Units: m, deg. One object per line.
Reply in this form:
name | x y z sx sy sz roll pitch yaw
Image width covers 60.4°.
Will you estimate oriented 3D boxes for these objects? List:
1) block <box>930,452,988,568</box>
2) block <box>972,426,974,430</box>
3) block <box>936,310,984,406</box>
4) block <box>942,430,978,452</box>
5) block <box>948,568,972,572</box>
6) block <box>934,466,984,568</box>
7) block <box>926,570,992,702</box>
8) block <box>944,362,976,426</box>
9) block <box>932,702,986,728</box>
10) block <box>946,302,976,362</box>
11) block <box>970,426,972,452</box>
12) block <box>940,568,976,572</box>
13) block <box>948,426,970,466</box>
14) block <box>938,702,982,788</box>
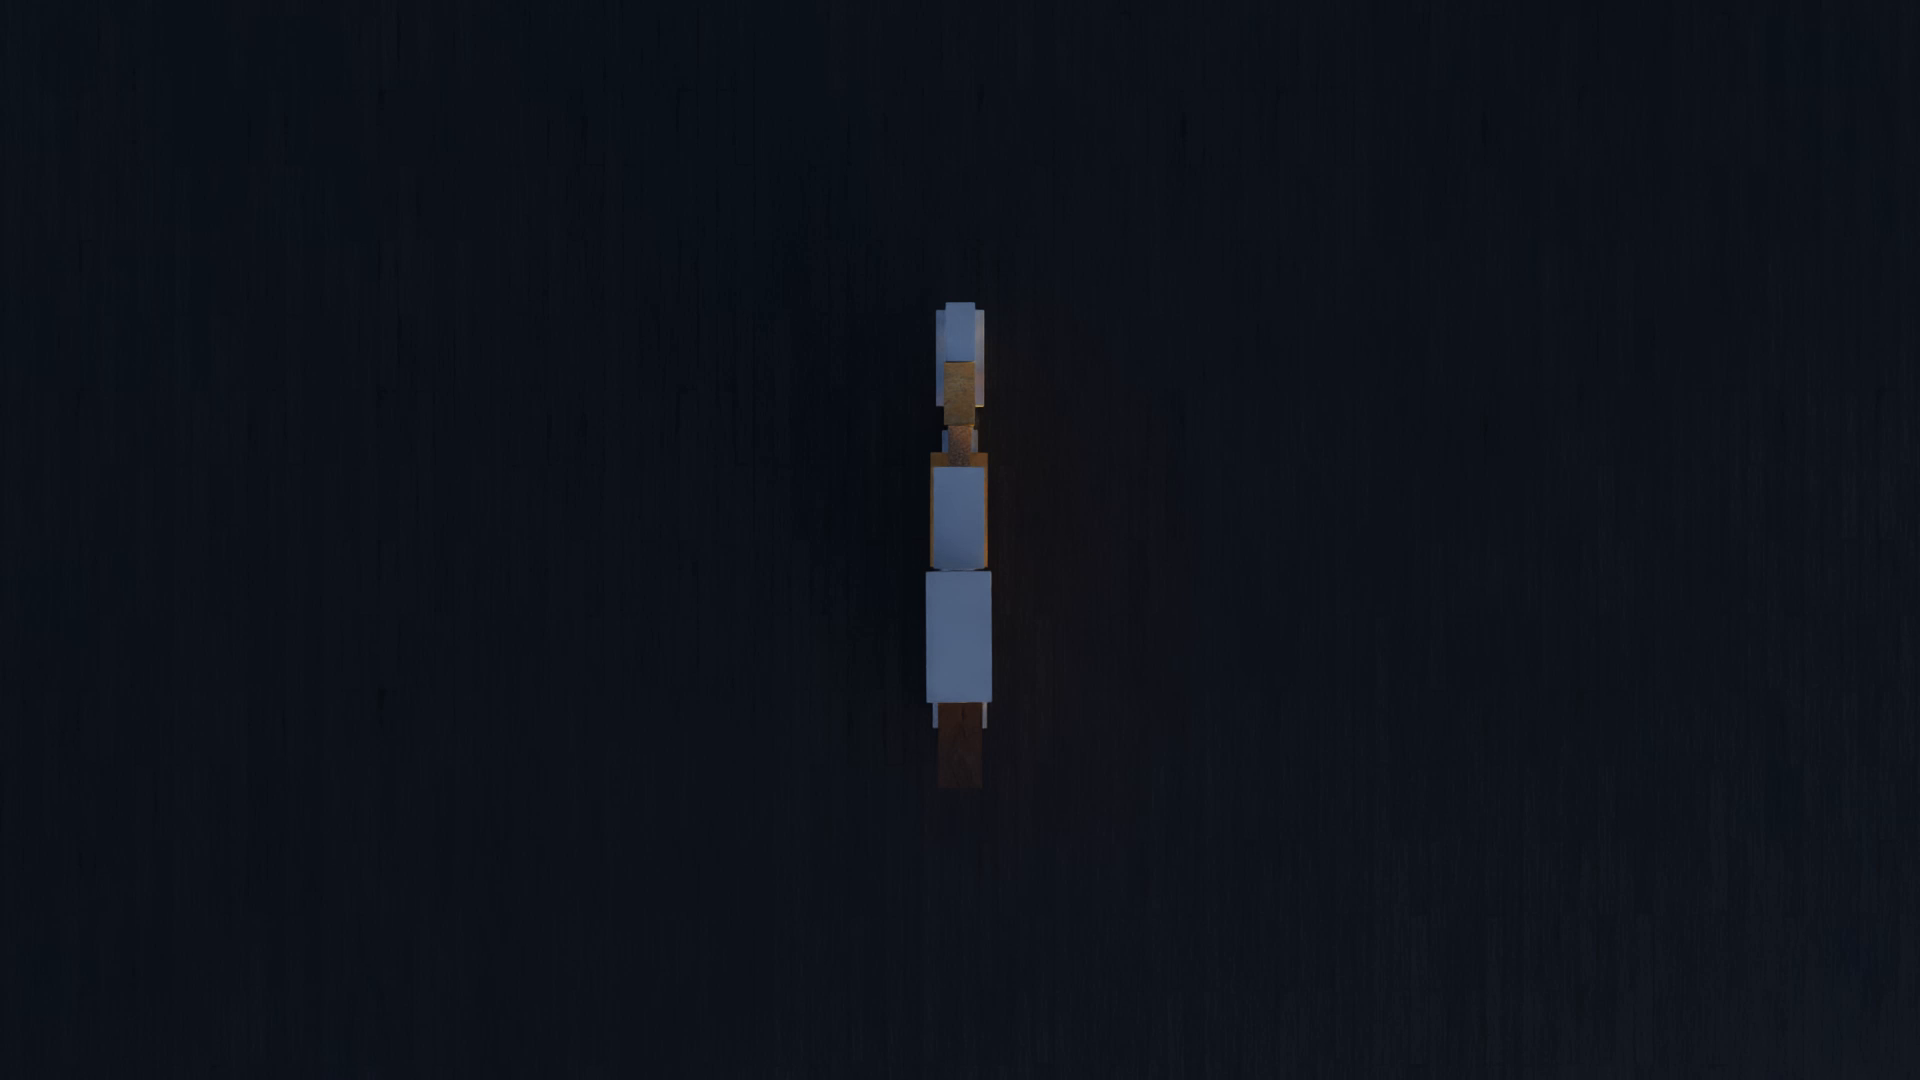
block | -0.003 -0.089 4.878 0.169 0.048 0.337 0 90 0
block | 0.002 -0.437 5.322 0.083 0.024 0.167 0 90 0
block | 0.000 -0.550 5.000 0.145 0.041 0.290 0 90 0
block | 0.000 -0.234 5.255 0.114 0.032 0.229 0 90 0
block | 0.000 0.158 5.065 0.073 0.021 0.146 0 90 0
block | -0.003 -0.061 4.554 0.140 0.040 0.280 0 90 0
block | -0.003 0.262 4.479 0.177 0.050 0.354 0 90 0
block | -0.002 -0.423 4.786 0.090 0.025 0.180 0 90 0
block | 0.000 0.395 4.880 0.159 0.045 0.319 0 90 0
block | 0.001 -0.604 4.796 0.085 0.024 0.171 0 90 0
block | 0.000 -0.331 5.092 0.069 0.020 0.138 0 90 0
block | -0.007 -0.005 5.264 0.110 0.031 0.221 0 90 0
block | -0.002 -0.267 4.722 0.062 0.017 0.123 0 90 0
block | 0.001 0.566 4.595 0.123 0.035 0.246 0 90 0
